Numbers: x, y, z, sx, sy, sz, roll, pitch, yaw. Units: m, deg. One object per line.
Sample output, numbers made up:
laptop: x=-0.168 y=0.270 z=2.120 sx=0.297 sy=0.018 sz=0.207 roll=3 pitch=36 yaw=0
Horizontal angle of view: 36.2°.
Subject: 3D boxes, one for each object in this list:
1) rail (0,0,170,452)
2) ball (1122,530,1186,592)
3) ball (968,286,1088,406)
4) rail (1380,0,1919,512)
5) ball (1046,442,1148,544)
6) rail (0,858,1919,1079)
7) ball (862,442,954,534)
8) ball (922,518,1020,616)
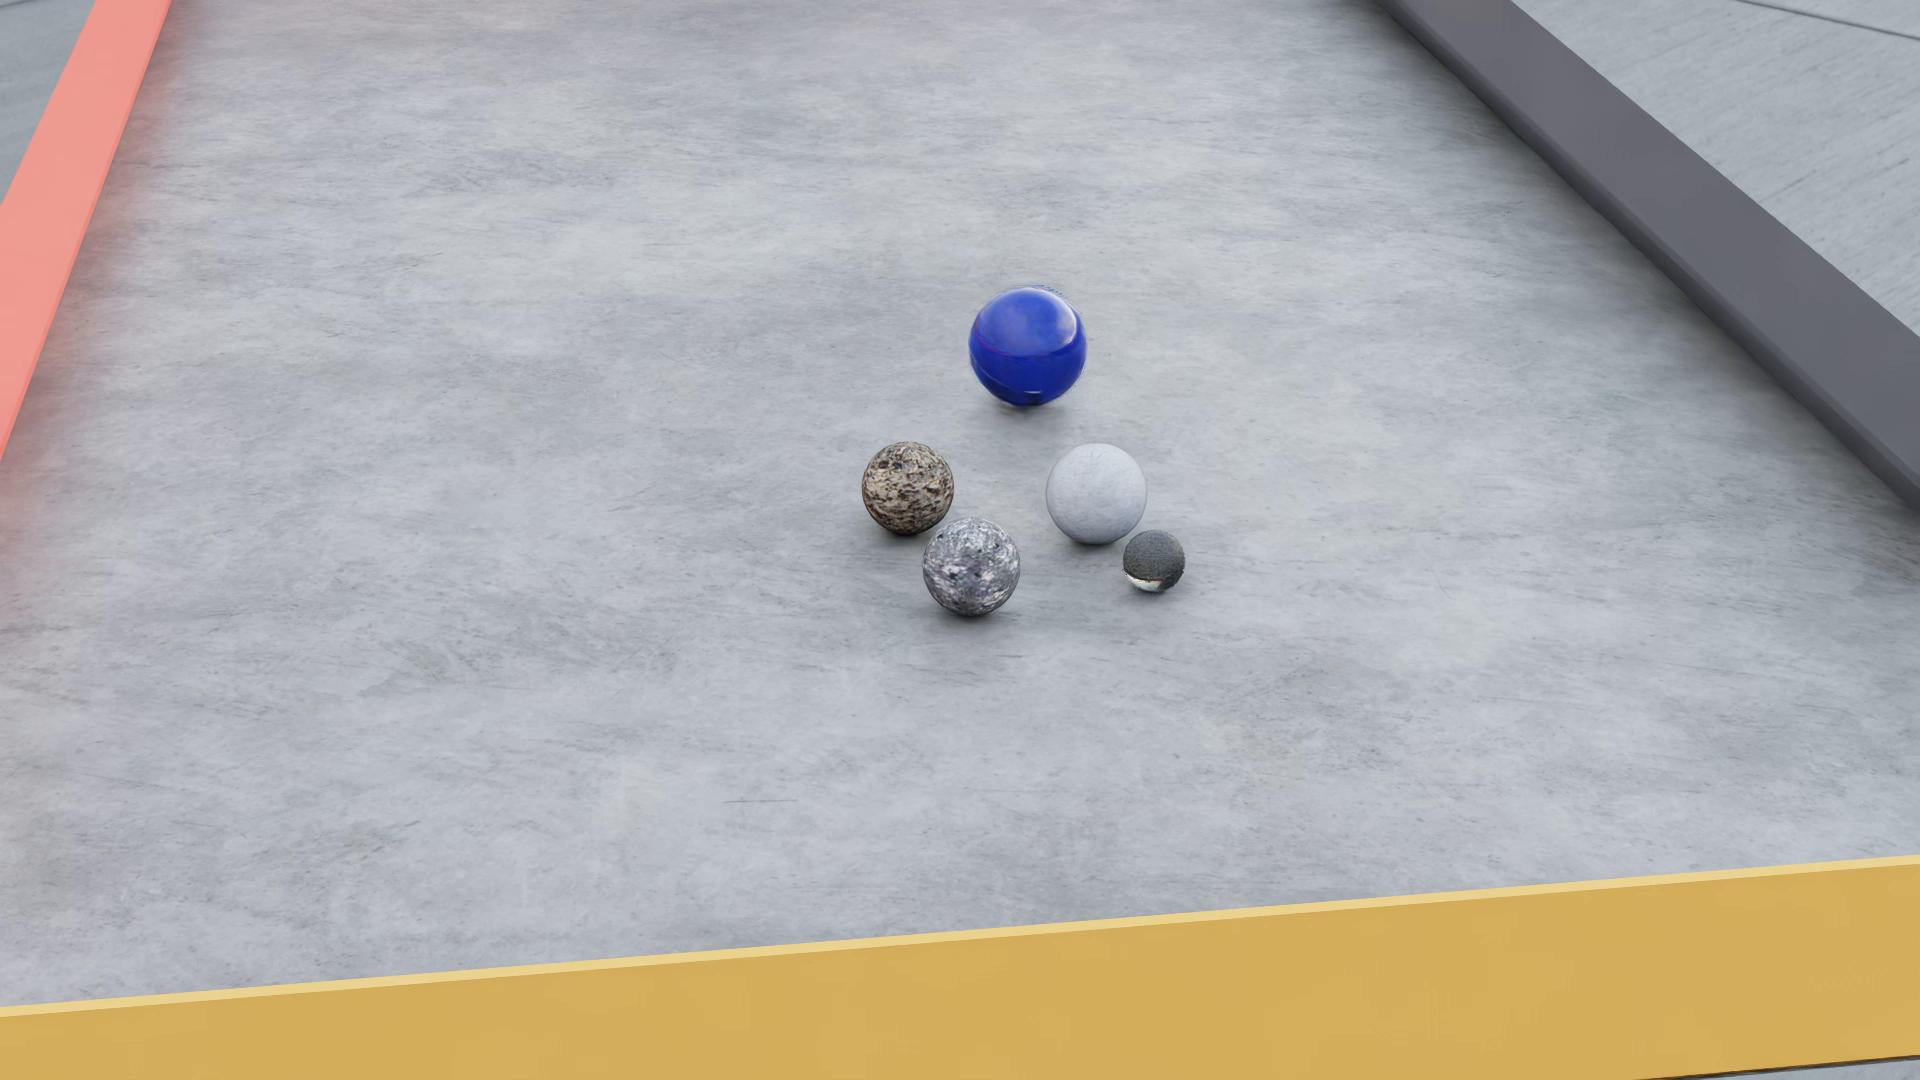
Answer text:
rail: x=-0.762 y=-0.251 z=2.469 sx=0.045 sy=0.121 sz=2.512 roll=-4 pitch=25 yaw=-8
ball: x=0.132 y=0.014 z=2.000 sx=0.043 sy=0.043 sz=0.043 roll=0 pitch=25 yaw=0
ball: x=0.053 y=-0.151 z=2.292 sx=0.093 sy=0.093 sz=0.093 roll=0 pitch=25 yaw=0
rail: x=0.580 y=-0.334 z=2.646 sx=0.045 sy=0.121 sz=2.512 roll=-4 pitch=25 yaw=-8
ball: x=0.096 y=-0.032 z=2.066 sx=0.072 sy=0.072 sz=0.072 roll=0 pitch=25 yaw=0
rail: x=0.087 y=0.227 z=1.454 sx=1.404 sy=0.121 sz=0.045 roll=-4 pitch=25 yaw=-8
ball: x=-0.037 y=-0.037 z=2.082 sx=0.066 sy=0.066 sz=0.066 roll=0 pitch=25 yaw=0
ball: x=0.008 y=0.018 z=1.966 sx=0.066 sy=0.066 sz=0.066 roll=0 pitch=25 yaw=0
